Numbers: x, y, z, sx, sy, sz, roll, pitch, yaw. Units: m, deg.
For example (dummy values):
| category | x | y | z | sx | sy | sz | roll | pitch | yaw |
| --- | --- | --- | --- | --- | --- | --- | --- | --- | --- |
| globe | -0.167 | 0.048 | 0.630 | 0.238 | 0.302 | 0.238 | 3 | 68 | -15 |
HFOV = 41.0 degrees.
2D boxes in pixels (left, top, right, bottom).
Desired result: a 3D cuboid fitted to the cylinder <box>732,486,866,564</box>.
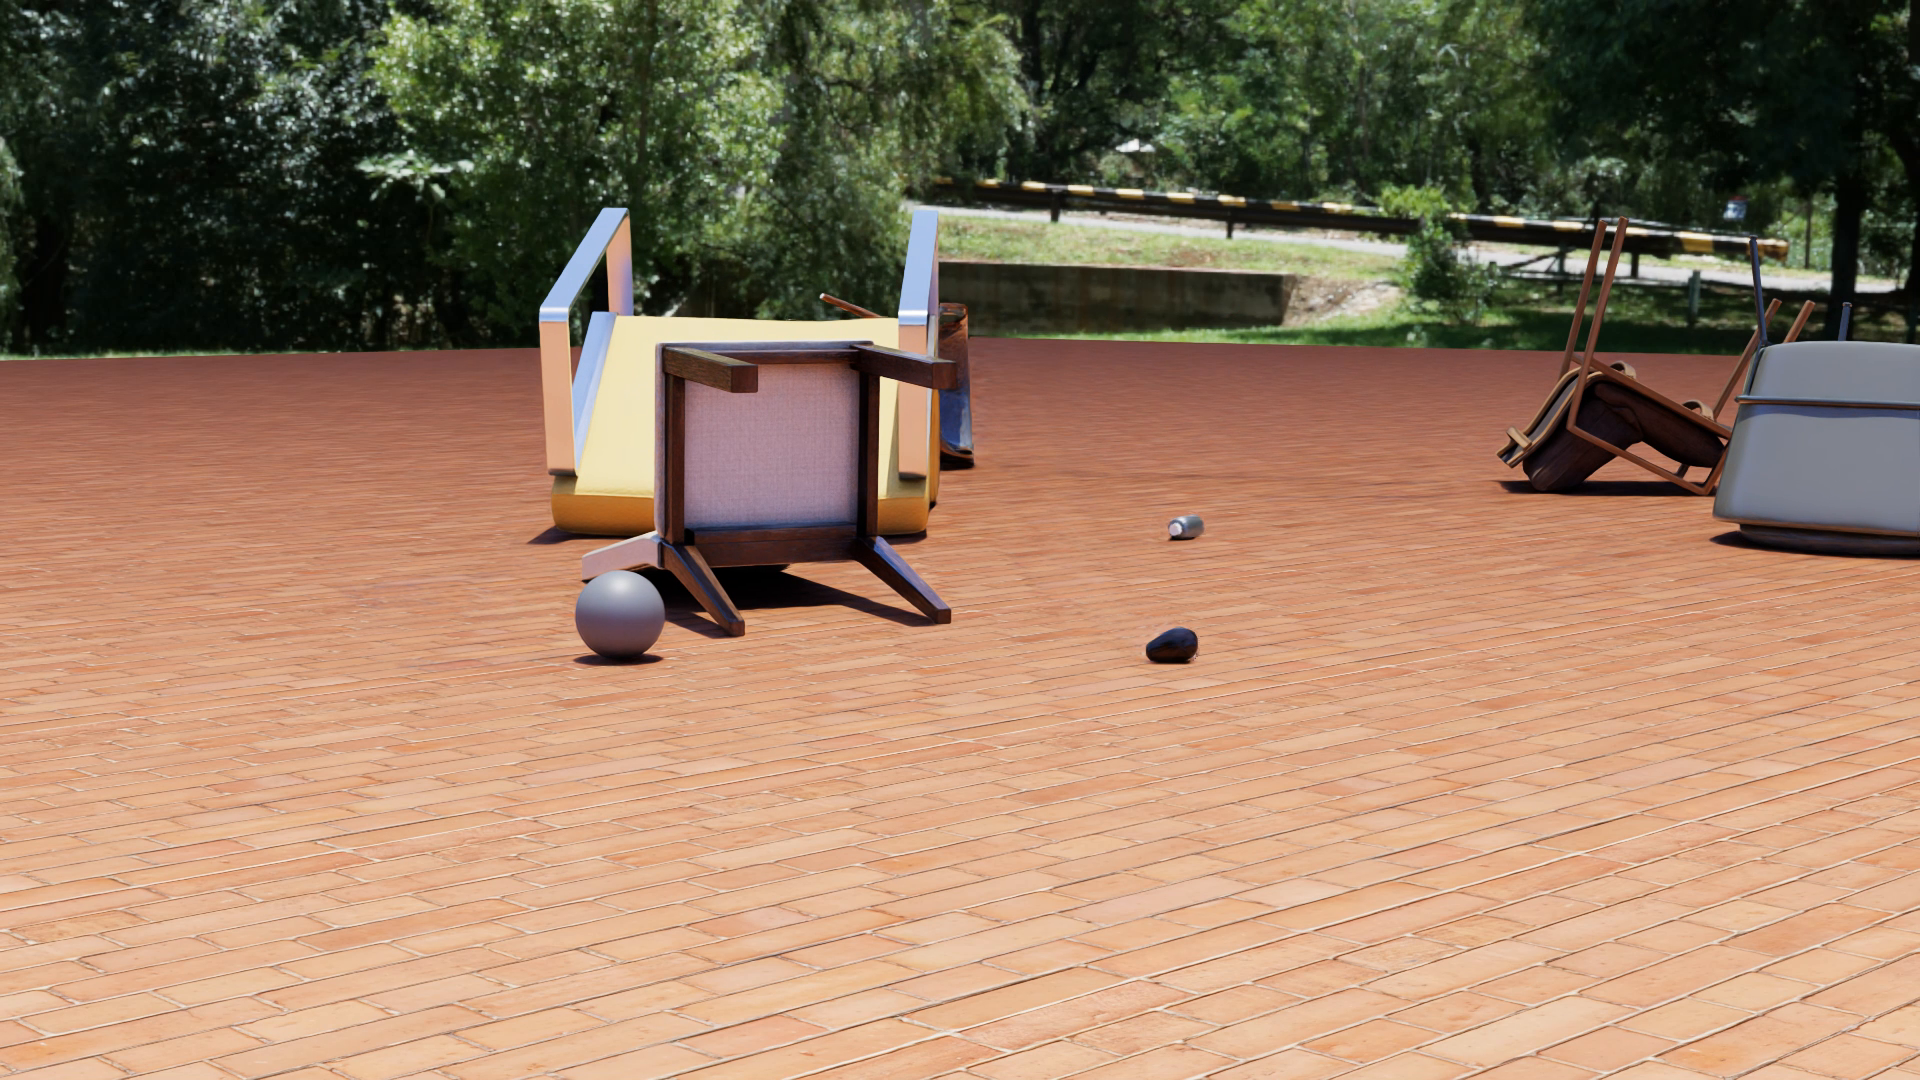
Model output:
| category | x | y | z | sx | sy | sz | roll | pitch | yaw |
| --- | --- | --- | --- | --- | --- | --- | --- | --- | --- |
| cylinder | -0.383 | -0.039 | 6.035 | 0.246 | 0.154 | 0.331 | 5 | 4 | -17 |

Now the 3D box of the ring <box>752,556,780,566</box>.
| category | x | y | z | sx | sy | sz | roll | pitch | yaw |
| --- | --- | --- | --- | --- | --- | --- | --- | --- | --- |
| ring | -0.441 | 0.048 | 5.844 | 0.061 | 0.021 | 0.068 | 0 | 5 | -6 |

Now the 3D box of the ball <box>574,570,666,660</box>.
| category | x | y | z | sx | sy | sz | roll | pitch | yaw |
| --- | --- | --- | --- | --- | --- | --- | --- | --- | --- |
| ball | -0.584 | 0.129 | 4.409 | 0.154 | 0.154 | 0.154 | 0 | 6 | 0 |
